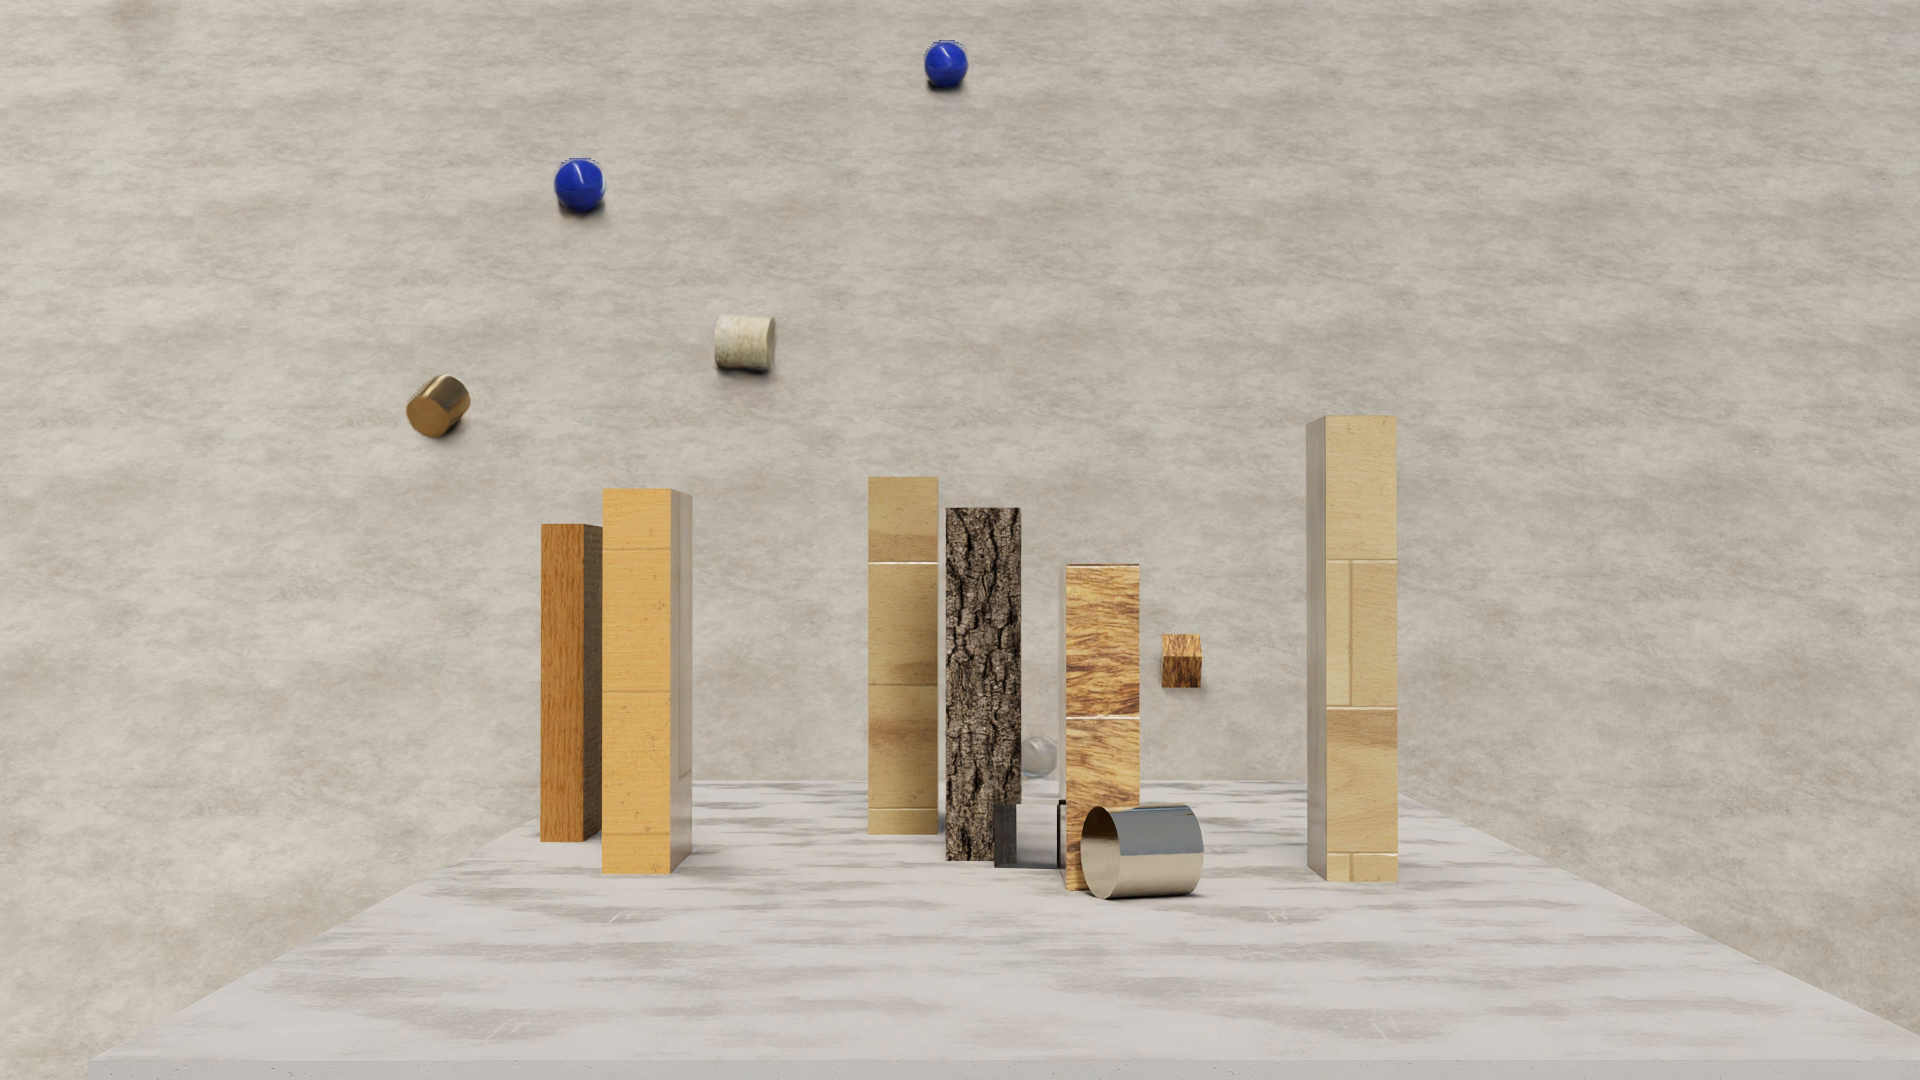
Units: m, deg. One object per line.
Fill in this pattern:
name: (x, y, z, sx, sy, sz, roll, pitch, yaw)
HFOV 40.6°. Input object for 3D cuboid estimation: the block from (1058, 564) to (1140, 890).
block: (0.237, 0.313, 4.470, 0.122, 0.542, 0.342, 0, -1, 0)

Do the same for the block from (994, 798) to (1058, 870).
block: (0.130, 0.531, 4.690, 0.114, 0.114, 0.114, 0, -1, 13)

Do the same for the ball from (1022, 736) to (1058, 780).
ball: (0.201, 0.572, 6.816, 0.113, 0.113, 0.113, 0, 33, 0)

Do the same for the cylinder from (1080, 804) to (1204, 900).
cylinder: (0.295, 0.505, 4.214, 0.149, 0.149, 0.149, 0, 31, -22)

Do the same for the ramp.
ramp: (0.073, 0.639, 4.752, 2.000, 0.100, 4.000, 0, -1, 0)

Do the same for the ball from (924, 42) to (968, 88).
ball: (-0.057, -1.966, 10.735, 0.184, 0.184, 0.184, 0, 33, 0)

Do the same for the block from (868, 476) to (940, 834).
block: (-0.116, 0.239, 5.480, 0.141, 0.728, 0.409, 0, -1, 0)

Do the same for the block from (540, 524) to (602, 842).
block: (-0.787, 0.285, 5.266, 0.084, 0.629, 0.280, 0, -1, 0)

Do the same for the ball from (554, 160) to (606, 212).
ball: (-1.428, -1.332, 9.746, 0.195, 0.195, 0.195, 0, 33, 0)

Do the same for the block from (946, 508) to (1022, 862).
block: (0.043, 0.268, 4.912, 0.139, 0.649, 0.296, 0, -1, 0)

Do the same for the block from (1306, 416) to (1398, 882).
block: (0.686, 0.187, 4.554, 0.121, 0.797, 0.249, 0, -1, 0)

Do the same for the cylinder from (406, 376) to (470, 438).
cylinder: (-1.688, -0.433, 8.400, 0.150, 0.150, 0.150, 11, 34, 16)

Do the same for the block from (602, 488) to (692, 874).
block: (-0.568, 0.251, 4.741, 0.119, 0.676, 0.377, 0, -1, 0)

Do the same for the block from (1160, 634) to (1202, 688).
block: (0.618, 0.338, 7.252, 0.107, 0.107, 0.107, 0, 33, 1)
